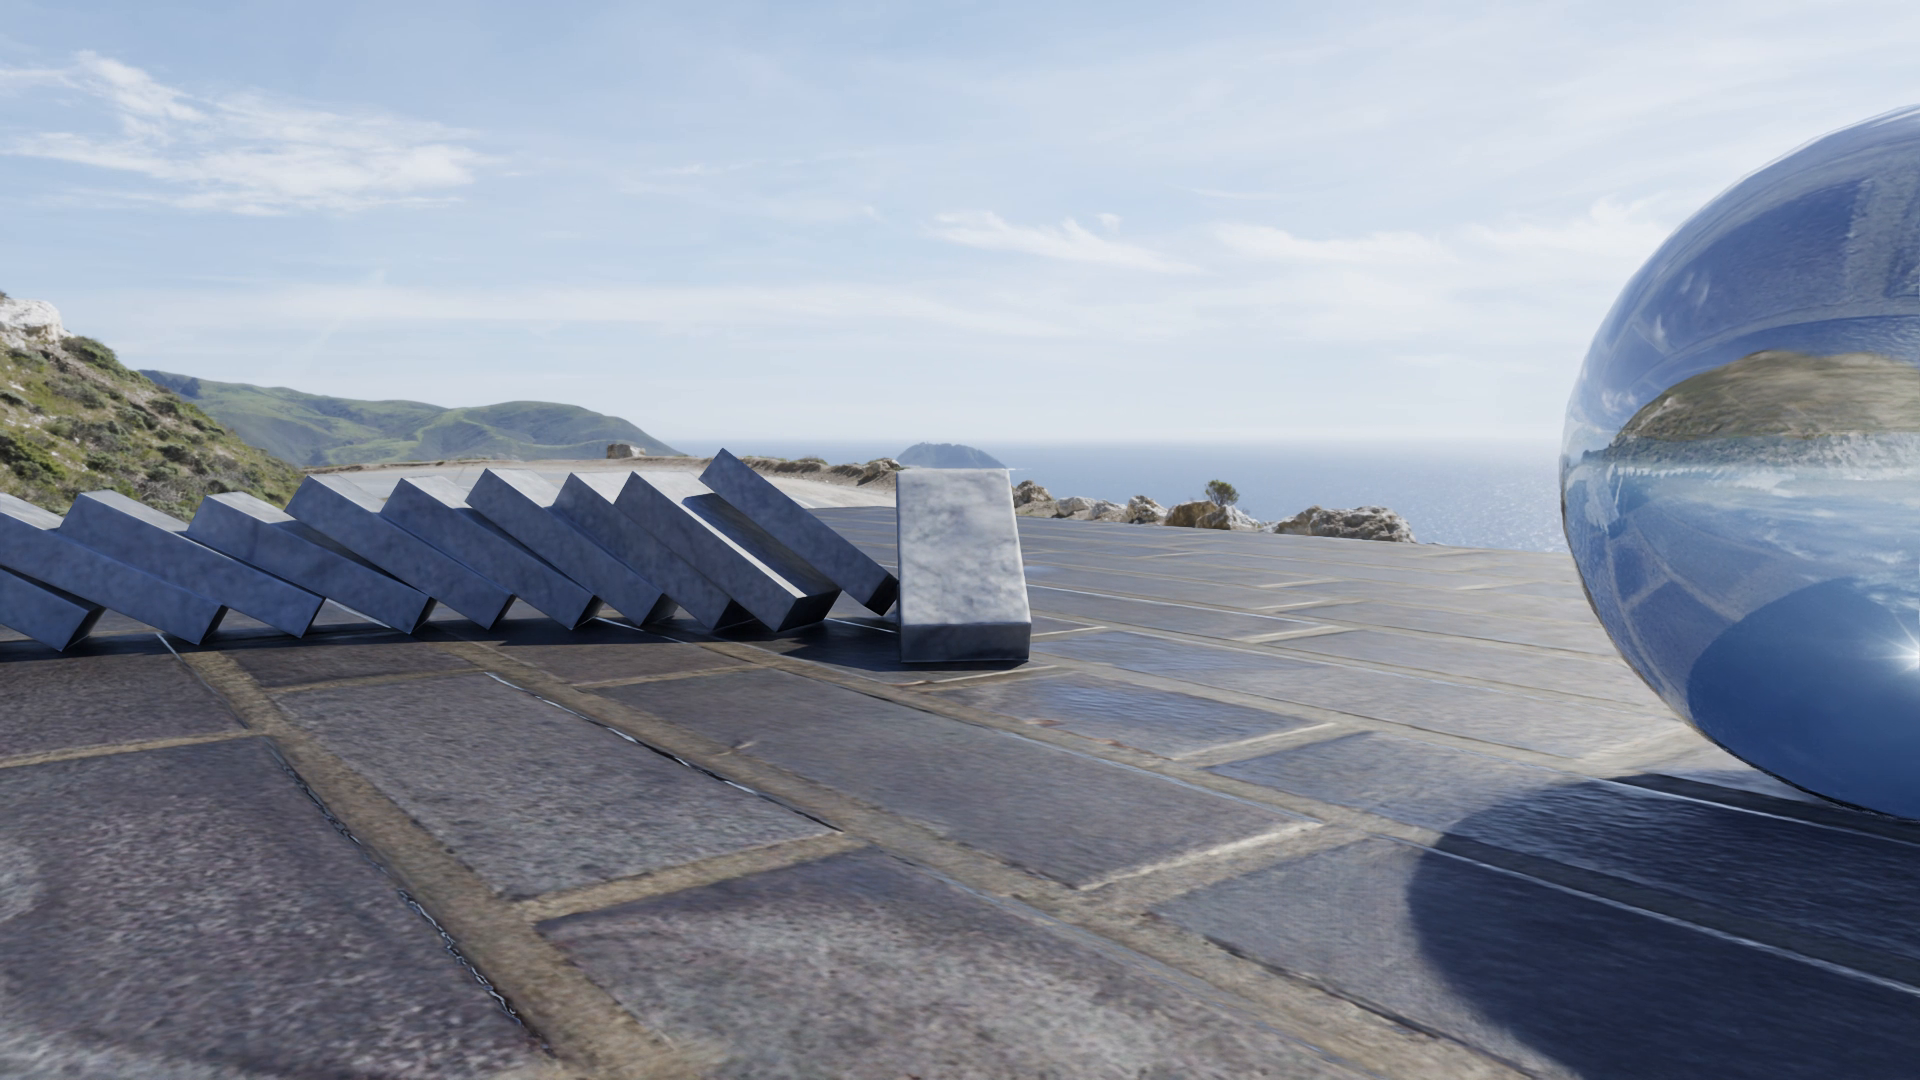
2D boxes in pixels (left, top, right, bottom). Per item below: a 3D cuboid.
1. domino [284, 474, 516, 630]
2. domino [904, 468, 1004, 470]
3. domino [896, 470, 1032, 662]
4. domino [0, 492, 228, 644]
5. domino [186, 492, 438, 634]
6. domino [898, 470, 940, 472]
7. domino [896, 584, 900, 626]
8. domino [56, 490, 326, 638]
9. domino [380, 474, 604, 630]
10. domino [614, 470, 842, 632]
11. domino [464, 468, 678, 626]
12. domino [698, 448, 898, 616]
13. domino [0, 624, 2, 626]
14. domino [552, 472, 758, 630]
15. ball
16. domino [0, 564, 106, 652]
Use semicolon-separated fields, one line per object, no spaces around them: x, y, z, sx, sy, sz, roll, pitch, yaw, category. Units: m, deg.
-0.127;0.002;0.298;0.050;0.009;0.025;33;-4;-12;domino
-0.001;0.002;0.300;0.025;0.010;0.050;0;39;-3;domino
0.000;0.004;0.267;0.025;0.010;0.050;-1;39;-4;domino
-0.184;0.006;0.274;0.050;0.010;0.025;29;-7;-21;domino
-0.145;0.005;0.293;0.050;0.009;0.025;27;-2;-14;domino
-0.001;0.003;0.284;0.025;0.009;0.050;0;39;-3;domino
0.000;0.014;0.324;0.025;0.010;0.050;0;4;5;domino
-0.166;0.005;0.282;0.050;0.010;0.025;29;-7;-21;domino
-0.108;0.002;0.303;0.050;0.010;0.025;32;2;-5;domino
-0.054;0.002;0.301;0.050;0.009;0.025;36;13;14;domino
-0.090;0.001;0.306;0.050;0.009;0.025;35;5;2;domino
-0.037;-0.001;0.308;0.050;0.010;0.025;36;-4;10;domino
-0.222;0.006;0.258;0.050;0.009;0.025;33;-10;-22;domino
-0.070;0.002;0.306;0.050;0.009;0.025;36;13;12;domino
0.111;-0.008;0.143;0.080;0.080;0.080;0;4;0;ball
-0.206;0.005;0.265;0.050;0.010;0.025;33;-10;-22;domino
